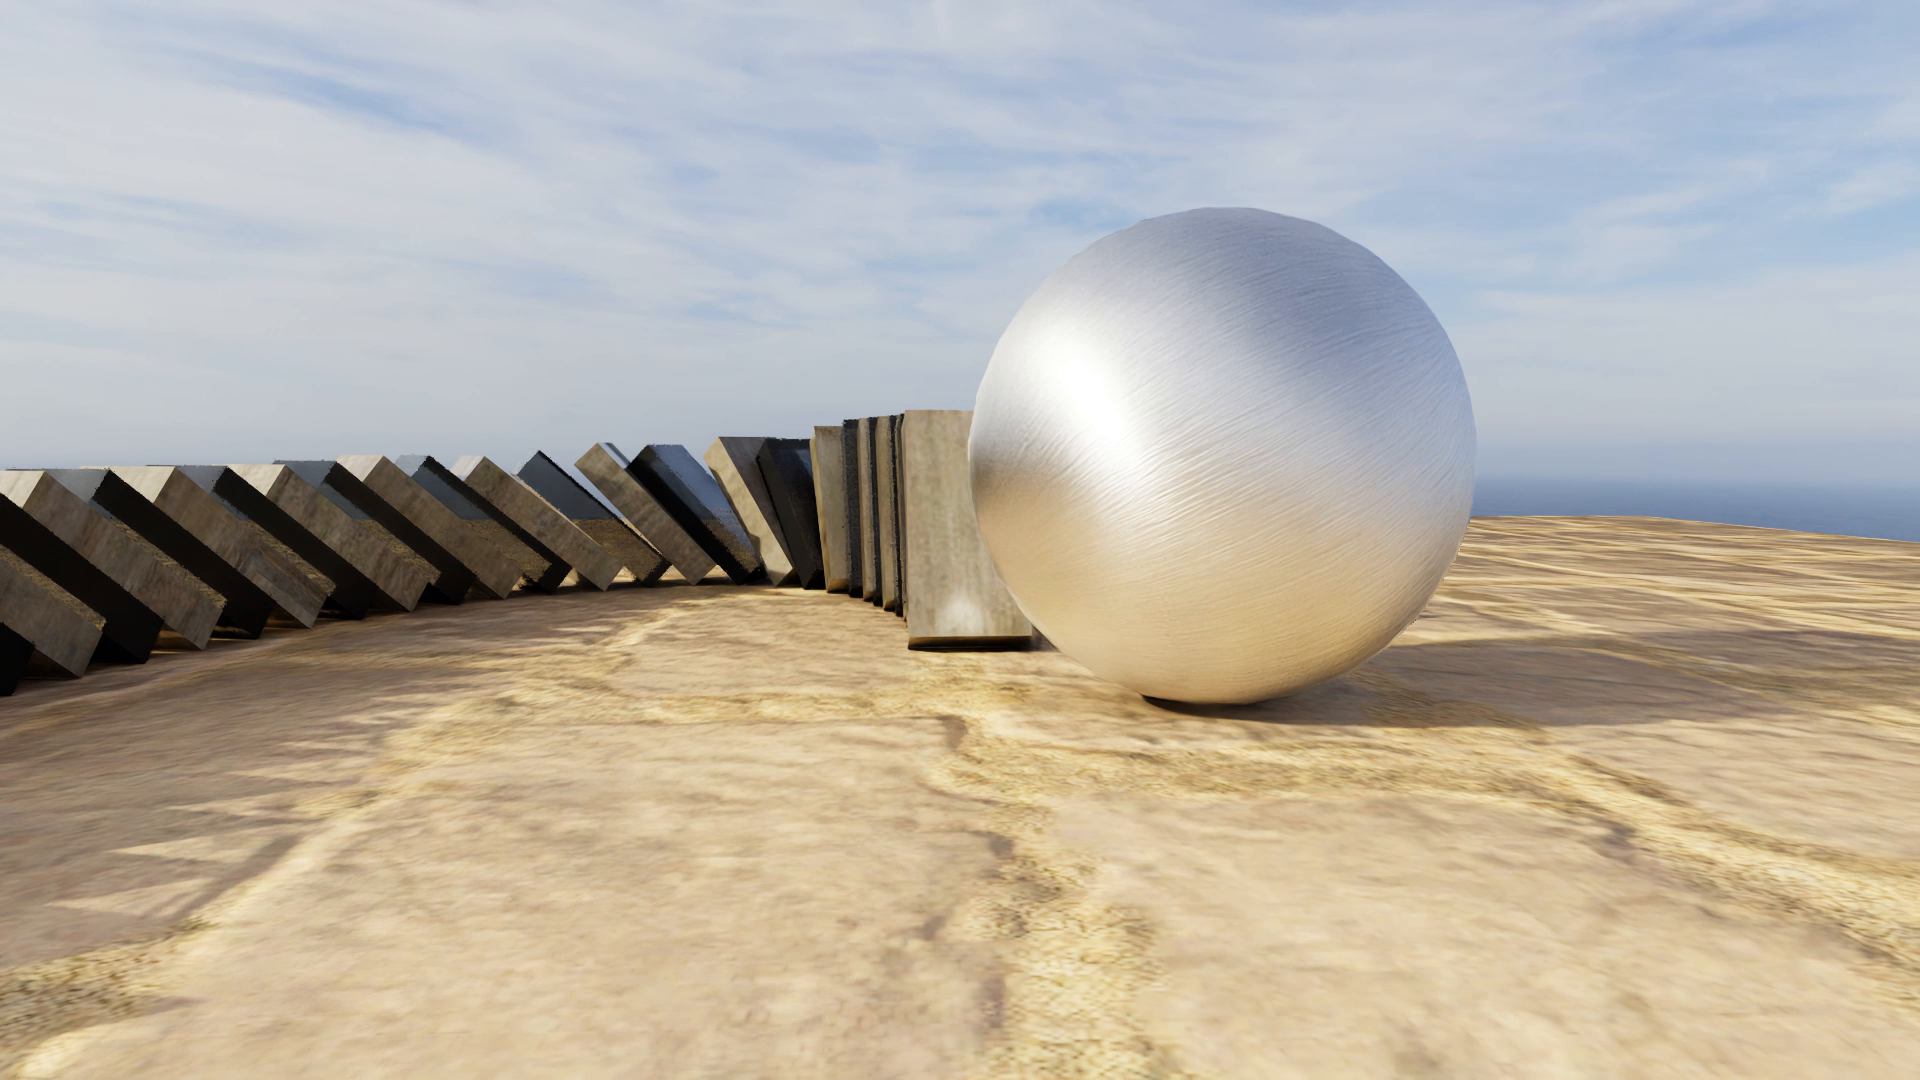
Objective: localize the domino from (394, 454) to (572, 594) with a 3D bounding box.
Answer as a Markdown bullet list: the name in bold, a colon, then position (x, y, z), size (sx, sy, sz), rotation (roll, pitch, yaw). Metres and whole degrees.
- **domino**: position (-0.135, -0.004, 0.359), size (0.025, 0.010, 0.050), rotation (4, -34, 50)

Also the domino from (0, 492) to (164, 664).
- **domino**: position (-0.172, 0.007, 0.232), size (0.025, 0.010, 0.050), rotation (0, -32, 6)

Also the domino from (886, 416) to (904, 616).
- **domino**: position (-0.005, -0.007, 0.324), size (0.025, 0.050, 0.010), rotation (-1, -19, -9)

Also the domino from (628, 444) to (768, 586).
- **domino**: position (-0.078, -0.008, 0.398), size (0.010, 0.050, 0.025), rotation (-45, -5, 11)

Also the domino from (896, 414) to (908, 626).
- **domino**: position (-0.001, -0.005, 0.304), size (0.025, 0.050, 0.009), rotation (-1, -19, -9)

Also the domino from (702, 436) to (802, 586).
- **domino**: position (-0.057, -0.010, 0.398), size (0.025, 0.050, 0.009), rotation (-6, -32, -52)

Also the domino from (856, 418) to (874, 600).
- **domino**: position (-0.015, -0.009, 0.354), size (0.025, 0.050, 0.009), rotation (-1, -19, -9)

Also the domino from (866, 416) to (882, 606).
- **domino**: position (-0.011, -0.008, 0.344), size (0.025, 0.050, 0.009), rotation (-1, -19, -9)

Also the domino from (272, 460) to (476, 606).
- **domino**: position (-0.151, -0.001, 0.329), size (0.025, 0.010, 0.050), rotation (3, -33, 31)

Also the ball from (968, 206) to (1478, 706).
- **ball**: position (0.041, -0.013, 0.209), size (0.080, 0.080, 0.080), rotation (0, 4, 0)

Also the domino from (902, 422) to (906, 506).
- **domino**: position (0.001, -0.004, 0.294), size (0.025, 0.050, 0.009), rotation (-1, -19, -9)

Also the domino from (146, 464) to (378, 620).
- **domino**: position (-0.163, 0.001, 0.297), size (0.025, 0.009, 0.050), rotation (2, -33, 22)

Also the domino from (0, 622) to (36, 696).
- **domino**: position (-0.174, 0.009, 0.199), size (0.025, 0.009, 0.050), rotation (0, -32, 4)

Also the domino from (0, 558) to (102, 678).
- **domino**: position (-0.174, 0.008, 0.215), size (0.025, 0.009, 0.050), rotation (0, -32, 6)

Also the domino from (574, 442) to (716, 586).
- **domino**: position (-0.094, -0.008, 0.393), size (0.009, 0.050, 0.025), rotation (-44, 7, -1)

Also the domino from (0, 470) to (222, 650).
- **domino**: position (-0.172, 0.005, 0.249), size (0.025, 0.010, 0.050), rotation (1, -33, 11)

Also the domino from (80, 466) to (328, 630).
- **domino**: position (-0.166, 0.003, 0.281), size (0.025, 0.009, 0.050), rotation (1, -33, 16)

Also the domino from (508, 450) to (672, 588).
- **domino**: position (-0.110, -0.006, 0.382), size (0.050, 0.010, 0.025), rotation (44, -14, -20)

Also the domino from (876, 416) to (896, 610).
- **domino**: position (-0.008, -0.007, 0.334), size (0.025, 0.050, 0.010), rotation (-1, -19, -9)

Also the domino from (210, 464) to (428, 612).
- **domino**: position (-0.157, 0.000, 0.313), size (0.025, 0.010, 0.050), rotation (2, -32, 25)

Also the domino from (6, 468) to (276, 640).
- **domino**: position (-0.170, 0.004, 0.265), size (0.025, 0.010, 0.050), rotation (1, -33, 15)

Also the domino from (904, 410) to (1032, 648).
- **domino**: position (0.001, -0.003, 0.272), size (0.025, 0.050, 0.010), rotation (0, -18, -5)

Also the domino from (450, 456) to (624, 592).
- **domino**: position (-0.123, -0.005, 0.370), size (0.050, 0.009, 0.025), rotation (44, -20, -29)

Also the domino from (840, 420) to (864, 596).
- **domino**: position (-0.020, -0.010, 0.364), size (0.025, 0.050, 0.010), rotation (-1, -20, -11)

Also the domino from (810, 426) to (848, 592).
- **domino**: position (-0.029, -0.010, 0.377), size (0.025, 0.050, 0.010), rotation (-1, -26, -17)

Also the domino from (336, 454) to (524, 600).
- **domino**: position (-0.144, -0.003, 0.345), size (0.025, 0.010, 0.050), rotation (3, -35, 40)

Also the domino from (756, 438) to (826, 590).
- **domino**: position (-0.042, -0.009, 0.390), size (0.025, 0.050, 0.010), rotation (-3, -36, -33)

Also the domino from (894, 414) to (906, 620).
- **domino**: position (-0.002, -0.006, 0.314), size (0.025, 0.050, 0.009), rotation (-1, -19, -9)
